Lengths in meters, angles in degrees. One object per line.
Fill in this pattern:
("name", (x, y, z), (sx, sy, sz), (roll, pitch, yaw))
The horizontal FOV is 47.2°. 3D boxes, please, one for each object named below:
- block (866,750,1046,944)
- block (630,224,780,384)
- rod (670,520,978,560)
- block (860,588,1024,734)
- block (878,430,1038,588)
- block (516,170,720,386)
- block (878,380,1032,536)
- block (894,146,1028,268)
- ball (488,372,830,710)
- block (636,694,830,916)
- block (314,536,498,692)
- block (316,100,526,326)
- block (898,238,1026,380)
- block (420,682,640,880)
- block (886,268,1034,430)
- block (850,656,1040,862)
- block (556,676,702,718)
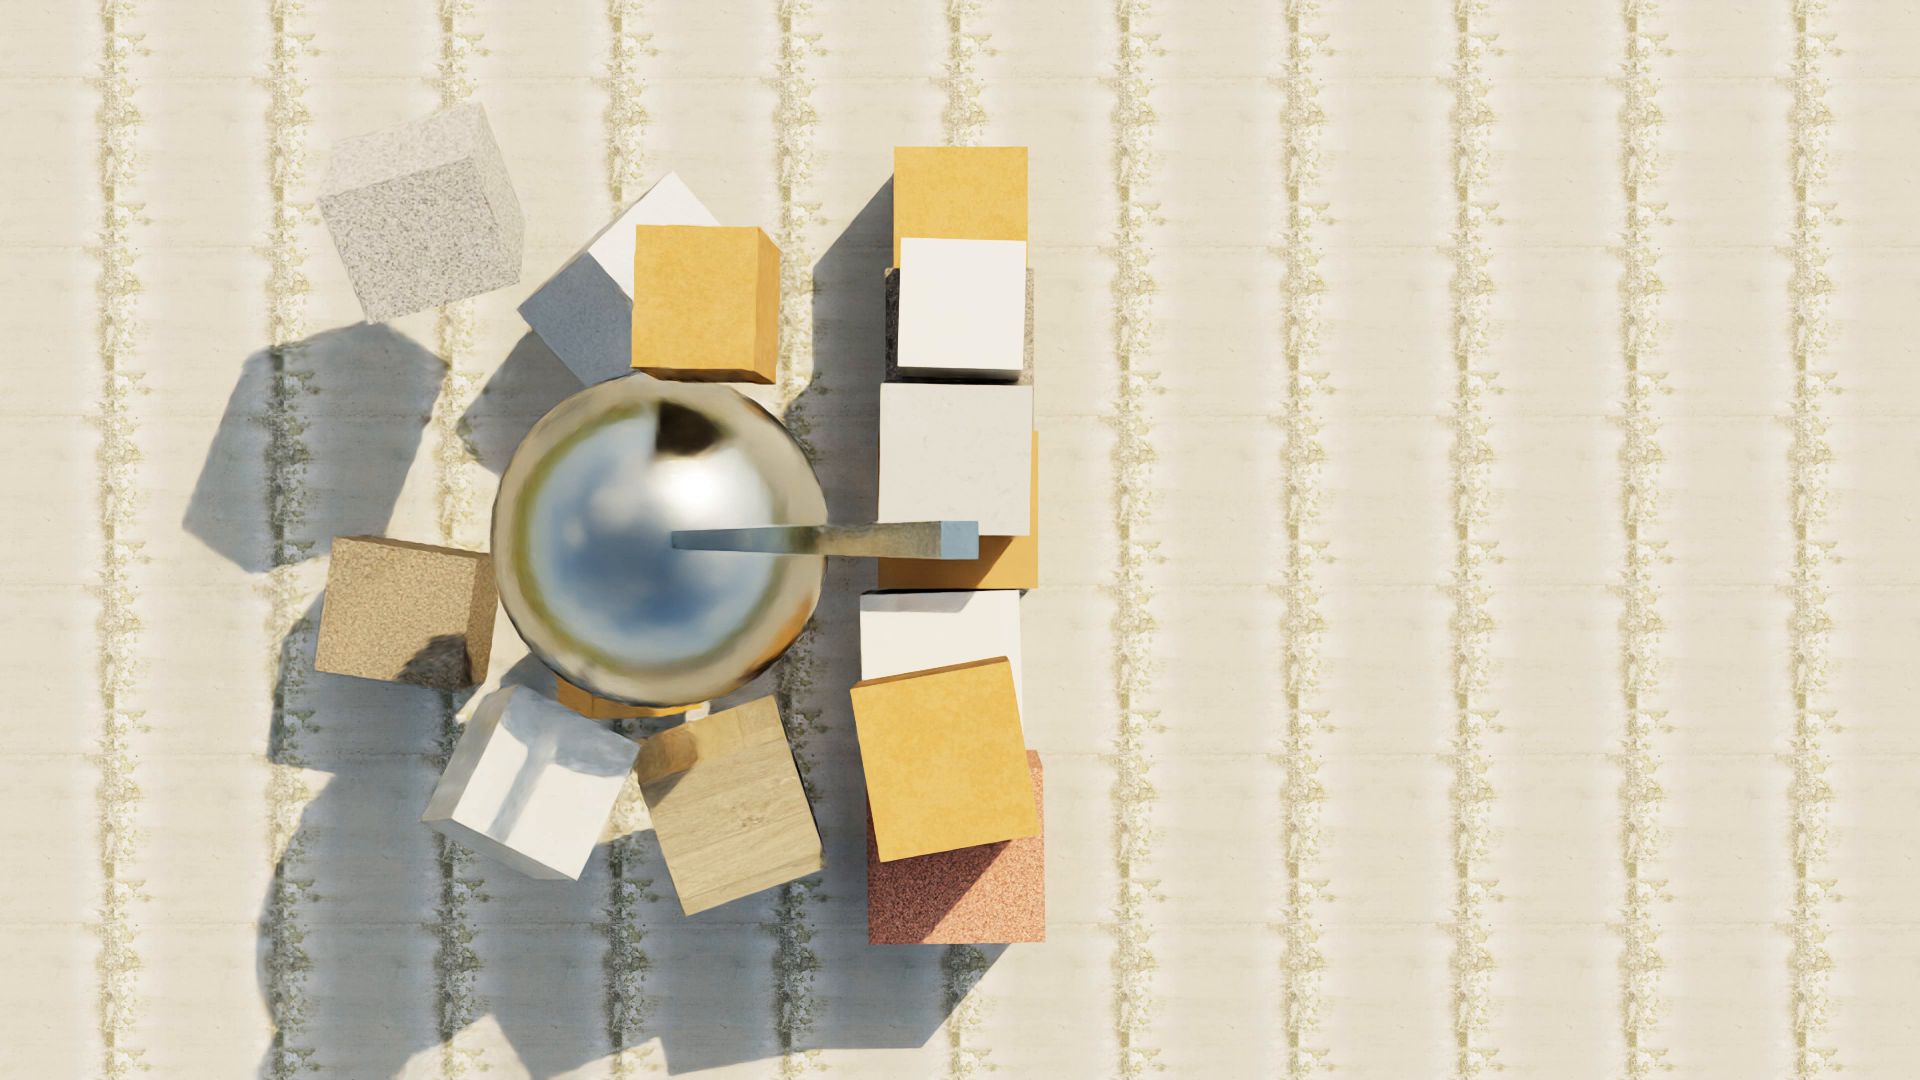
("block", (-0.023, 1.725, 12.502), (0.966, 0.996, 0.956), (-1, 90, 0))
("block", (-1.106, -1.025, 9.659), (0.528, 0.632, 0.608), (2, 89, 4))
("rod", (-0.615, 0.000, 7.134), (0.080, 5.200, 0.080), (0, 90, -14))
("block", (-0.100, 0.764, 12.507), (0.869, 0.986, 0.954), (-2, 90, 0))
("block", (-0.011, -0.168, 12.573), (0.886, 0.854, 0.871), (0, 90, 0))
("block", (-1.809, -1.412, 12.347), (0.722, 0.786, 0.868), (49, 46, -14))
("block", (-0.024, -0.452, 11.778), (0.787, 0.659, 0.780), (1, 96, 0))
("block", (0.004, -1.852, 12.640), (0.747, 0.720, 0.690), (0, 90, 0))
("ball", (-1.419, 0.000, 10.438), (1.600, 1.600, 1.600), (0, 90, 0))
("block", (-1.223, 1.402, 11.737), (0.786, 0.726, 0.767), (-18, 105, -5))
("block", (-3.146, 0.408, 12.627), (0.812, 0.733, 0.746), (9, 91, 0))
("block", (-2.807, -1.729, 11.558), (0.811, 0.862, 0.719), (-16, 121, 0))
("block", (0.010, -1.222, 11.731), (0.647, 0.725, 0.663), (2, 90, 0))
("block", (-2.123, 1.203, 10.832), (0.672, 0.767, 0.712), (30, 71, -18))
("block", (-0.002, -1.055, 12.547), (0.817, 0.907, 0.884), (0, 90, 0))
("block", (-0.074, 1.127, 11.555), (0.821, 0.901, 0.885), (-10, 89, 0))
("block", (-1.894, 0.639, 12.603), (0.603, 0.659, 0.704), (-2, 90, 15))
